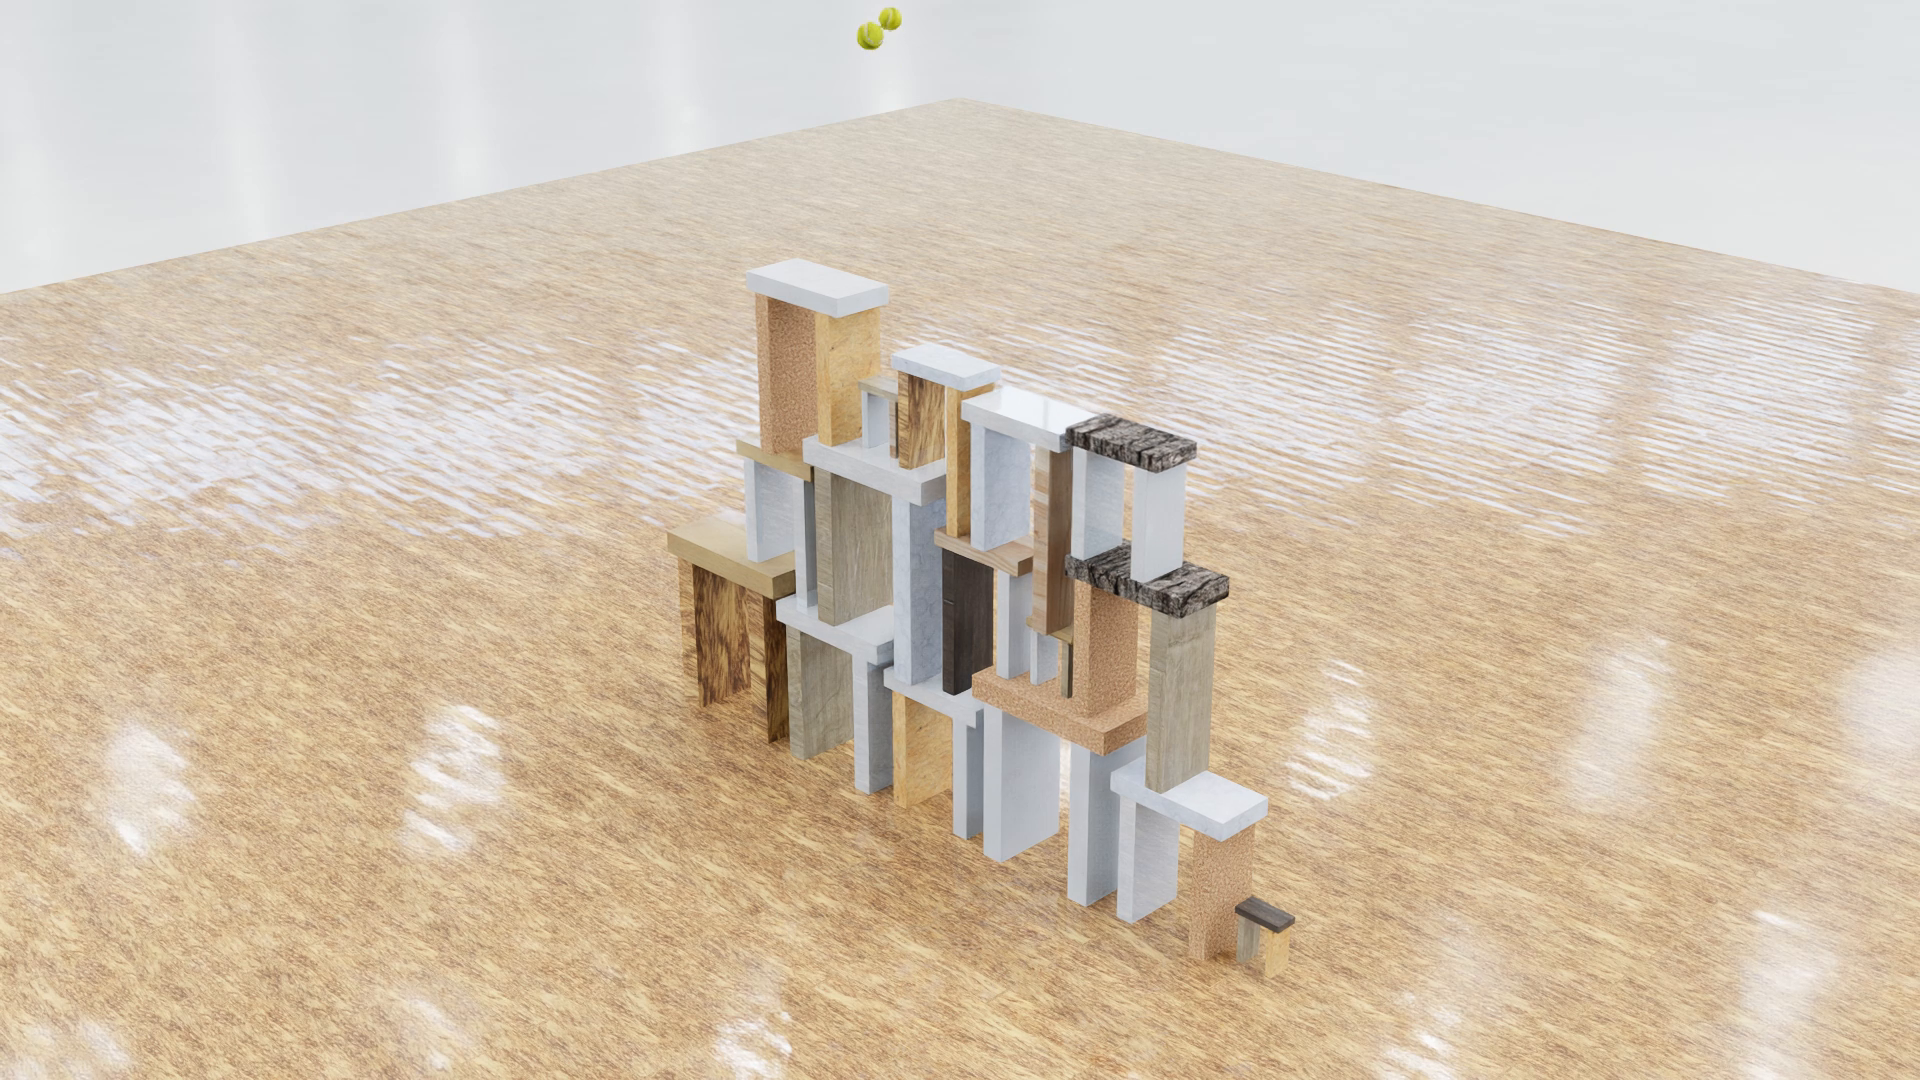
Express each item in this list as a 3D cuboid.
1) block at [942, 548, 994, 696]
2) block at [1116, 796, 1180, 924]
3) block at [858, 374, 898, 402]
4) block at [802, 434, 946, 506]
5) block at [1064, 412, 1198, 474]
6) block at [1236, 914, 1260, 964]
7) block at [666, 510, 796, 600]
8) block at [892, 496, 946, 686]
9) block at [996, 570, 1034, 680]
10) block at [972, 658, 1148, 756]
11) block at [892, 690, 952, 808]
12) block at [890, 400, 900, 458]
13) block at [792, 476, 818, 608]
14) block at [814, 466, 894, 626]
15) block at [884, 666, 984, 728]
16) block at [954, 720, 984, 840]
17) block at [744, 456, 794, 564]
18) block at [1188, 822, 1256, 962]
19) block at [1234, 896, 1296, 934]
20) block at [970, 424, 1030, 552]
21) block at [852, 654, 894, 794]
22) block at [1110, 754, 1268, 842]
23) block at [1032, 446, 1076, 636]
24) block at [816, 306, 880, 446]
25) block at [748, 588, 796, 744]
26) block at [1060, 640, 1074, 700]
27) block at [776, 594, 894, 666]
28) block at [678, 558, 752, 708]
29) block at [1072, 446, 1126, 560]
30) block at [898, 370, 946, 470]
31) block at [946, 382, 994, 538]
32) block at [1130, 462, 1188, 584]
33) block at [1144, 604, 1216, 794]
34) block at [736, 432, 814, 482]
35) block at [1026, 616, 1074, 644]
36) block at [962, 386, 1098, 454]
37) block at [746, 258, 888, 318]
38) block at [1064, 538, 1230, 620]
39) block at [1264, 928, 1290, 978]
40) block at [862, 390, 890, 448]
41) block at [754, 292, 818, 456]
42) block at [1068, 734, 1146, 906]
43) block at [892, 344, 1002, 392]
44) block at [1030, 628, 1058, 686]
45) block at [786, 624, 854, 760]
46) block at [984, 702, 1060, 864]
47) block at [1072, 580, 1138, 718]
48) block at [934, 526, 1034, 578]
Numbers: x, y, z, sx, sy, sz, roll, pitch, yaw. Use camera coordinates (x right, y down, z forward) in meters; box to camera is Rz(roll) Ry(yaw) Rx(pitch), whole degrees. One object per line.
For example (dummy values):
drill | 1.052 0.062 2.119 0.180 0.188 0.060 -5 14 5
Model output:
block | 0.016 0.144 4.275 0.110 0.306 0.031 -21 31 -41
block | 0.351 0.571 4.084 0.037 0.259 0.130 21 31 41
block | -0.137 -0.293 4.253 0.117 0.017 0.058 21 31 41
block | -0.133 -0.155 4.309 0.337 0.048 0.168 21 31 41
block | 0.296 -0.170 3.823 0.211 0.030 0.105 21 31 41
block | 0.521 0.710 3.963 0.014 0.097 0.049 21 31 41
block | -0.451 0.028 4.730 0.352 0.050 0.176 21 31 41
block | -0.054 0.078 4.321 0.048 0.391 0.168 21 31 41
block | 0.119 0.145 4.162 0.110 0.220 0.031 -21 31 -41
block | 0.200 0.301 4.136 0.334 0.047 0.167 21 31 41
block | -0.077 0.405 4.475 0.037 0.258 0.129 21 31 41
block | -0.110 -0.221 4.254 0.017 0.117 0.059 21 31 41
block | -0.286 -0.011 4.529 0.033 0.285 0.116 21 31 41
block | -0.212 -0.009 4.456 0.048 0.337 0.168 21 31 41
block | -0.016 0.293 4.361 0.258 0.037 0.129 21 31 41
block | 0.045 0.453 4.362 0.037 0.258 0.129 21 31 41
block | -0.395 -0.078 4.619 0.033 0.232 0.116 21 31 41
block | 0.474 0.618 3.972 0.037 0.259 0.130 21 31 41
block | 0.544 0.668 3.920 0.097 0.014 0.049 21 31 41
block | 0.076 -0.113 4.094 0.035 0.247 0.123 21 31 41
block | -0.148 0.357 4.529 0.043 0.306 0.153 21 31 41
block | 0.412 0.458 3.970 0.259 0.037 0.130 21 31 41
block | 0.189 -0.013 4.009 0.123 0.364 0.035 -21 31 -40
block | -0.218 -0.330 4.316 0.038 0.269 0.135 21 31 41
block | -0.368 0.245 4.732 0.050 0.352 0.176 21 31 41
block | 0.215 0.232 4.089 0.058 0.117 0.017 -21 31 -41
block | -0.220 0.168 4.527 0.306 0.043 0.153 21 31 41
block | -0.534 0.181 4.885 0.050 0.352 0.176 21 31 41
block | 0.247 -0.078 3.916 0.105 0.211 0.030 -21 31 -41
block | -0.073 -0.240 4.198 0.028 0.194 0.097 21 31 41
block | 0.019 -0.157 4.134 0.028 0.296 0.097 21 31 41
block | 0.346 -0.040 3.824 0.105 0.211 0.030 -21 31 -41
block | 0.393 0.269 3.918 0.134 0.353 0.038 -21 31 -41
block | -0.341 -0.179 4.517 0.232 0.033 0.116 21 31 41
block | 0.185 0.160 4.087 0.058 0.017 0.117 -21 30 -40
block | 0.132 -0.220 3.986 0.123 0.035 0.247 -21 31 -40
block | -0.281 -0.496 4.314 0.269 0.038 0.135 21 31 41
block | 0.330 0.064 3.899 0.134 0.038 0.268 -21 31 -41
block | 0.567 0.728 3.921 0.014 0.097 0.049 21 31 41
block | -0.165 -0.242 4.304 0.017 0.117 0.059 21 31 41
block | -0.345 -0.349 4.446 0.038 0.336 0.135 21 31 41
block | 0.279 0.507 4.138 0.047 0.334 0.167 21 31 41
block | -0.027 -0.324 4.113 0.194 0.028 0.097 21 31 41
block | 0.159 0.210 4.140 0.058 0.117 0.017 -21 31 -40
block | -0.292 0.300 4.662 0.043 0.306 0.153 21 31 41
block | 0.122 0.446 4.283 0.047 0.334 0.167 21 31 41
block | 0.267 0.180 4.017 0.134 0.268 0.038 -21 31 -41
block | 0.068 0.009 4.161 0.220 0.031 0.110 21 31 41
